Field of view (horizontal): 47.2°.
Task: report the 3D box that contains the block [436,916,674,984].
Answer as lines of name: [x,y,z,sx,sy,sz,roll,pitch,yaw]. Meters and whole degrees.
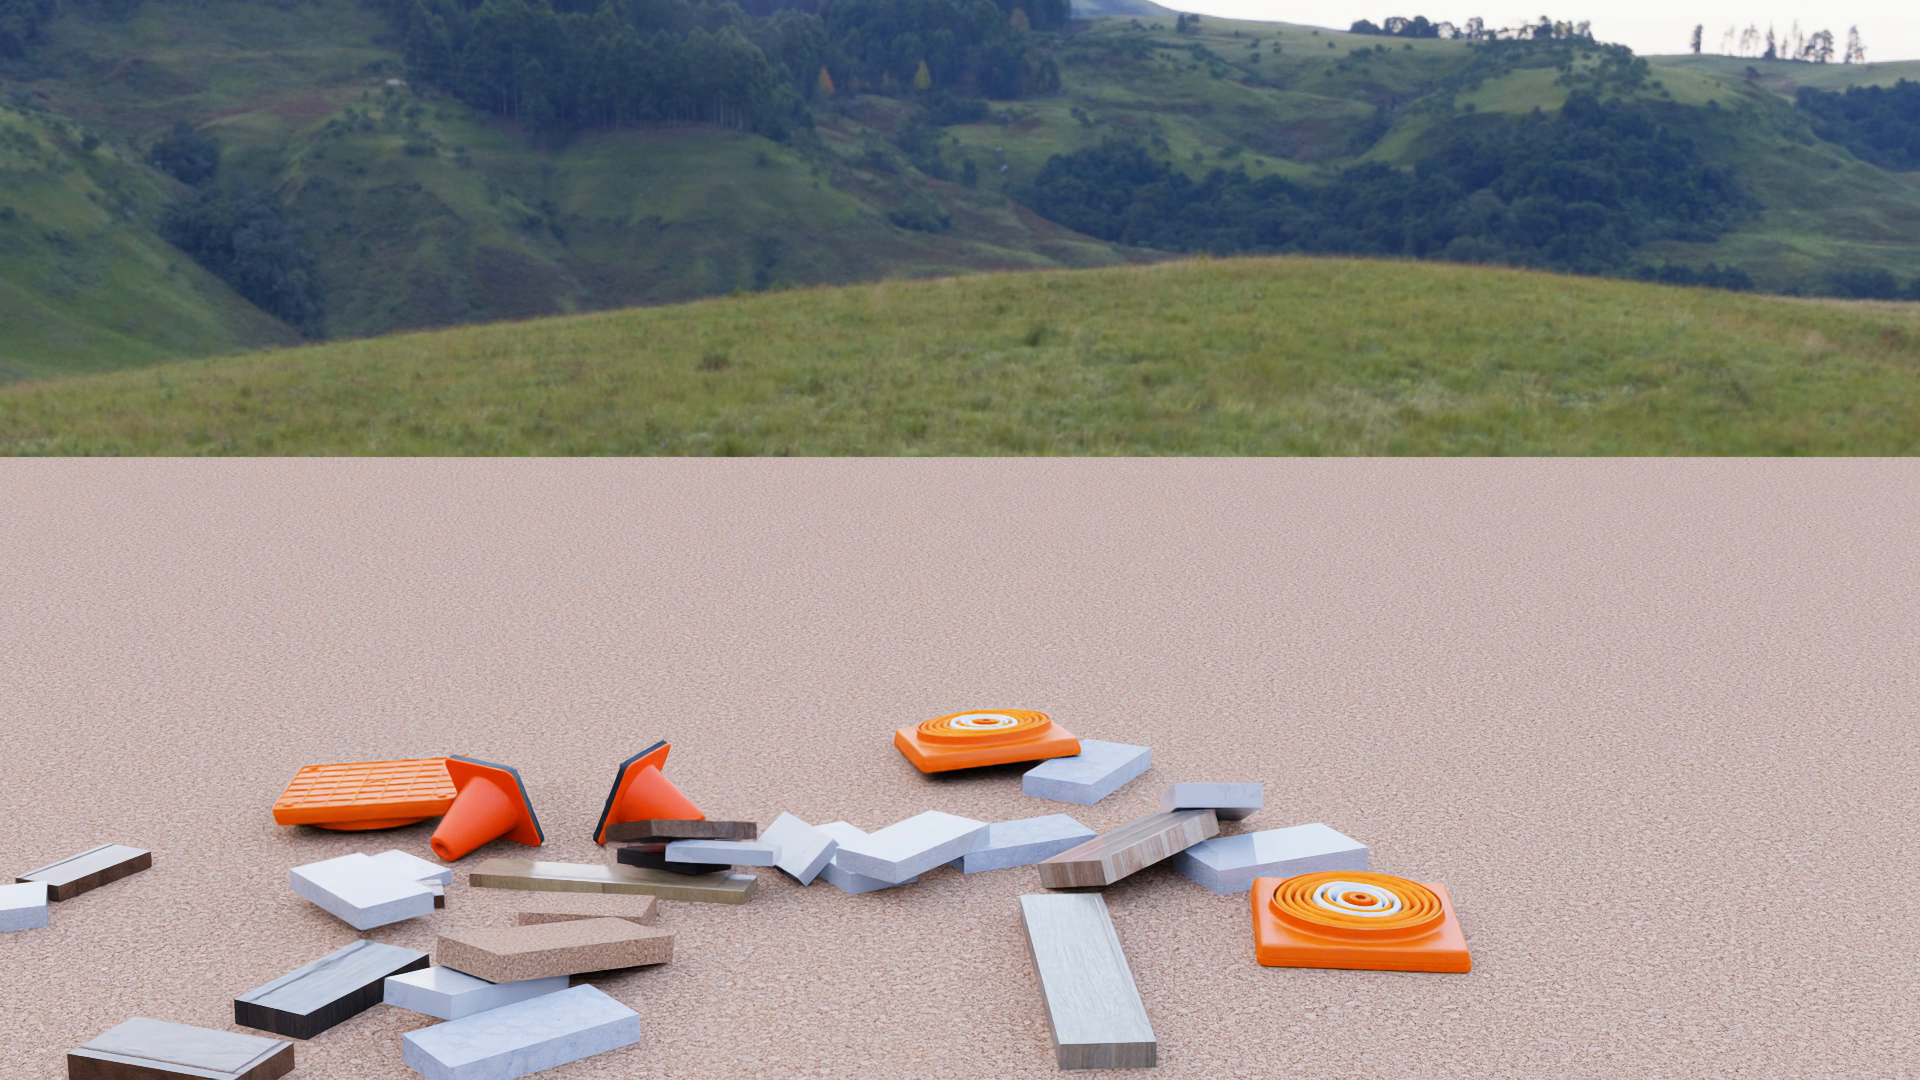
block: [-0.598,0.608,3.274,0.144,0.041,0.333,6,1,40]

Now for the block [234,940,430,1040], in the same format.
block: [-0.915,0.655,3.217,0.132,0.037,0.264,5,12,26]

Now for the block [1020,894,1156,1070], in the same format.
block: [0.181,0.645,3.270,0.132,0.037,0.591,-1,11,-4]

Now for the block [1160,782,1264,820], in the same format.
block: [0.444,0.467,3.917,0.149,0.042,0.299,0,-11,0]

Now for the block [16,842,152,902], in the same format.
block: [-1.486,0.563,3.734,0.100,0.028,0.200,5,12,26]

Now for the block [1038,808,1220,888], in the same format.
block: [0.289,0.524,3.744,0.299,0.042,0.149,-16,2,-43]

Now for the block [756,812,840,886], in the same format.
block: [-0.284,0.530,3.782,0.090,0.025,0.180,-47,29,-17]

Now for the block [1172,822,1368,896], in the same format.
block: [0.534,0.547,3.785,0.299,0.042,0.149,-5,12,-24]

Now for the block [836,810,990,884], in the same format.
block: [-0.078,0.520,3.744,0.129,0.037,0.258,8,13,37]

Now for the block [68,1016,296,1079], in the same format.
block: [-1.049,0.702,2.963,0.264,0.037,0.132,4,11,19]

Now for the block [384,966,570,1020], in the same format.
block: [-0.695,0.642,3.179,0.126,0.036,0.252,6,3,29]

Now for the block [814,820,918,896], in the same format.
block: [-0.195,0.547,3.799,0.129,0.037,0.258,-7,12,-31]

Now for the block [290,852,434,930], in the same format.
block: [-0.972,0.568,3.566,0.126,0.036,0.252,-9,14,-41]

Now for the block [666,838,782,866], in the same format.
block: [-0.394,0.523,3.679,0.180,0.026,0.090,2,0,5]

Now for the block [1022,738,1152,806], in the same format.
block: [0.251,0.452,4.302,0.144,0.041,0.287,6,12,27]

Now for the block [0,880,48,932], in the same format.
block: [-1.669,0.603,3.503,0.398,0.036,0.126,-4,11,-21]

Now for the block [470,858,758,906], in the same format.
block: [-0.583,0.573,3.696,0.479,0.023,0.081,2,11,11]

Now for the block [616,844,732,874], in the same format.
block: [-0.489,0.545,3.762,0.180,0.025,0.090,2,0,35]

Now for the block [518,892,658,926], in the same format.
block: [-0.598,0.599,3.541,0.200,0.028,0.100,1,11,6]

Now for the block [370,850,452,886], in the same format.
block: [-0.947,0.564,3.744,0.162,0.023,0.081,9,14,41]

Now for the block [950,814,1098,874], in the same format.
block: [0.098,0.533,3.874,0.258,0.037,0.129,-5,12,-24]

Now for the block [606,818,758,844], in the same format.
block: [-0.476,0.502,3.779,0.100,0.028,0.289,-11,-13,30]

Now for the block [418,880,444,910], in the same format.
block: [-0.933,0.589,3.613,0.162,0.023,0.081,-3,11,-17]

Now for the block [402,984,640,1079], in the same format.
block: [-0.604,0.687,3.036,0.287,0.041,0.144,-8,13,-38]
